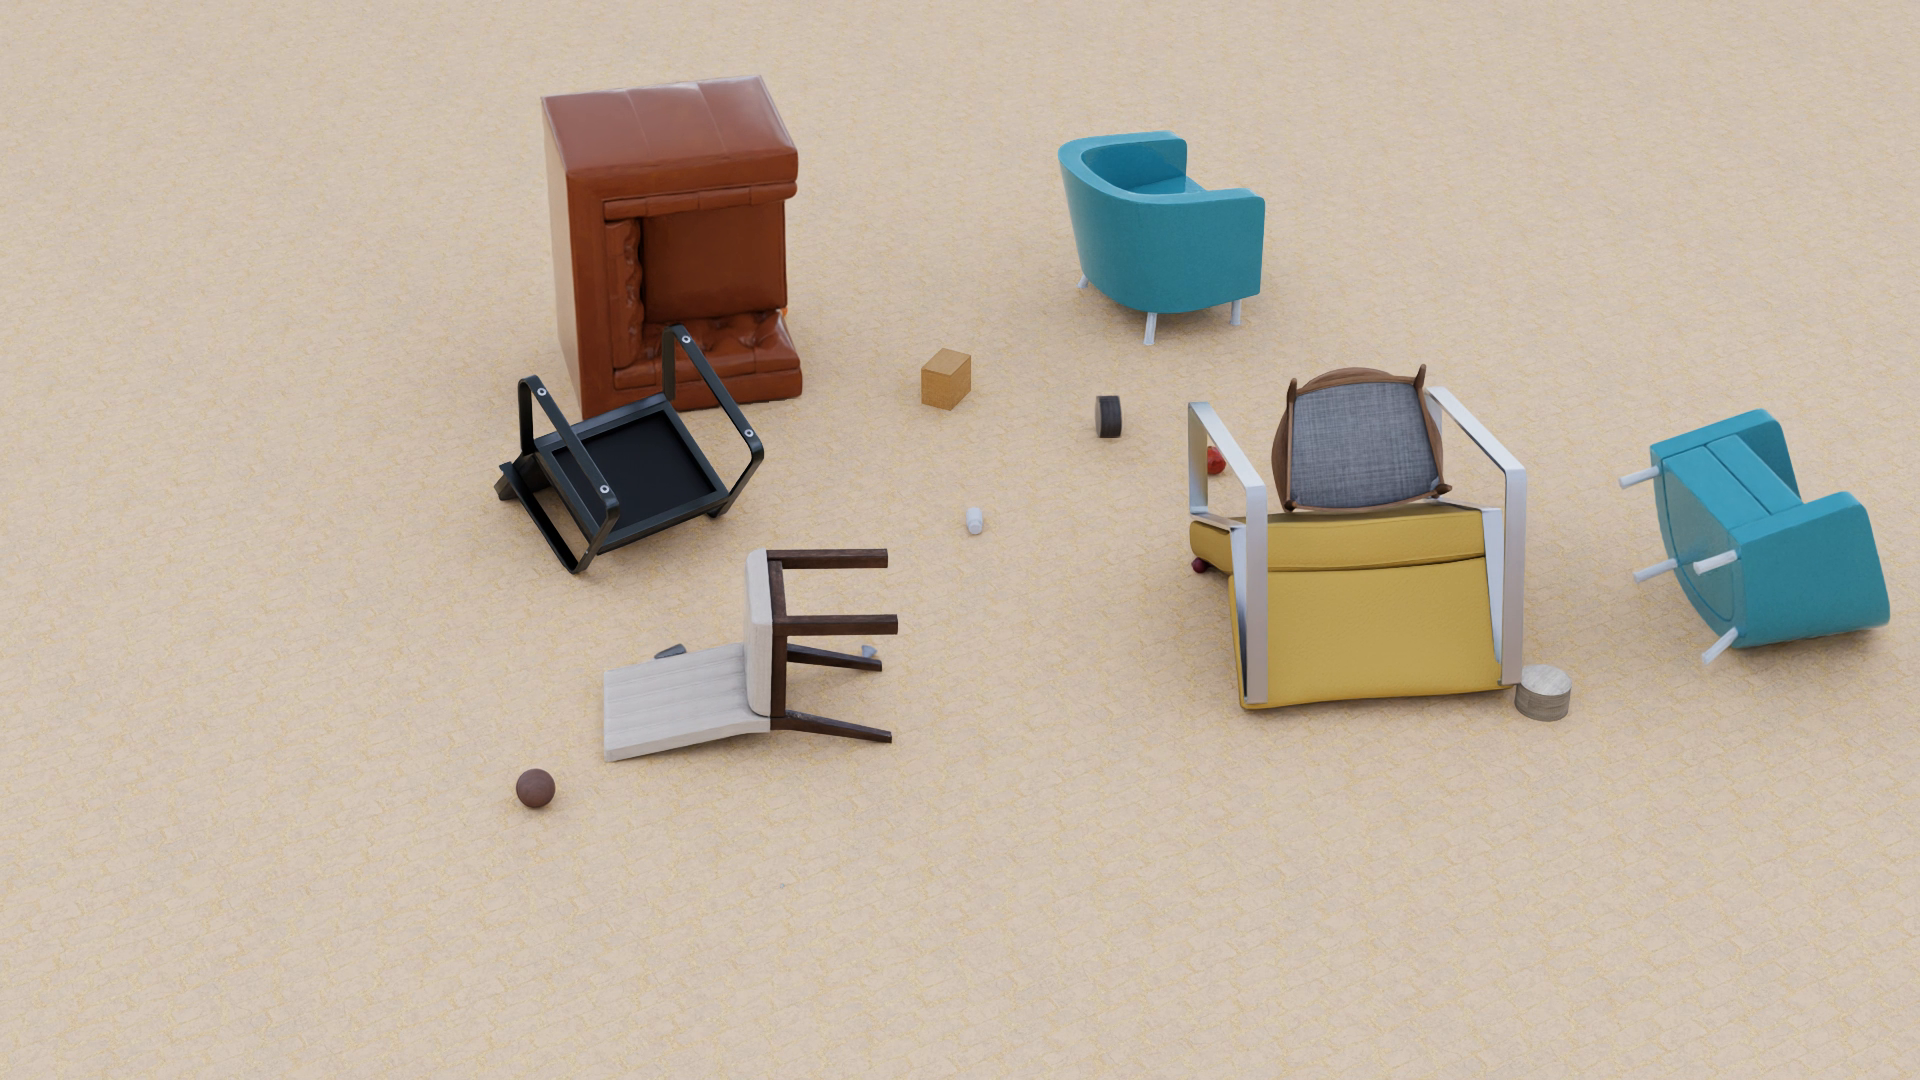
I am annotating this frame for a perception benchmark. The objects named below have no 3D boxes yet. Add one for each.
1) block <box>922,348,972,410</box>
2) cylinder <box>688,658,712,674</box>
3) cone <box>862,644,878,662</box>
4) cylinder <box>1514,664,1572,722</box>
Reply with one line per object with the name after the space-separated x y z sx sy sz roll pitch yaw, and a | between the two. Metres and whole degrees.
-0.055 -0.646 11.774 0.131 0.165 0.183 16 37 22 | block
-0.906 0.440 10.234 0.080 0.047 0.068 -5 30 -7 | cylinder
-0.329 0.406 10.306 0.064 0.050 0.057 12 59 21 | cone
1.998 0.524 10.048 0.188 0.112 0.174 29 43 36 | cylinder
